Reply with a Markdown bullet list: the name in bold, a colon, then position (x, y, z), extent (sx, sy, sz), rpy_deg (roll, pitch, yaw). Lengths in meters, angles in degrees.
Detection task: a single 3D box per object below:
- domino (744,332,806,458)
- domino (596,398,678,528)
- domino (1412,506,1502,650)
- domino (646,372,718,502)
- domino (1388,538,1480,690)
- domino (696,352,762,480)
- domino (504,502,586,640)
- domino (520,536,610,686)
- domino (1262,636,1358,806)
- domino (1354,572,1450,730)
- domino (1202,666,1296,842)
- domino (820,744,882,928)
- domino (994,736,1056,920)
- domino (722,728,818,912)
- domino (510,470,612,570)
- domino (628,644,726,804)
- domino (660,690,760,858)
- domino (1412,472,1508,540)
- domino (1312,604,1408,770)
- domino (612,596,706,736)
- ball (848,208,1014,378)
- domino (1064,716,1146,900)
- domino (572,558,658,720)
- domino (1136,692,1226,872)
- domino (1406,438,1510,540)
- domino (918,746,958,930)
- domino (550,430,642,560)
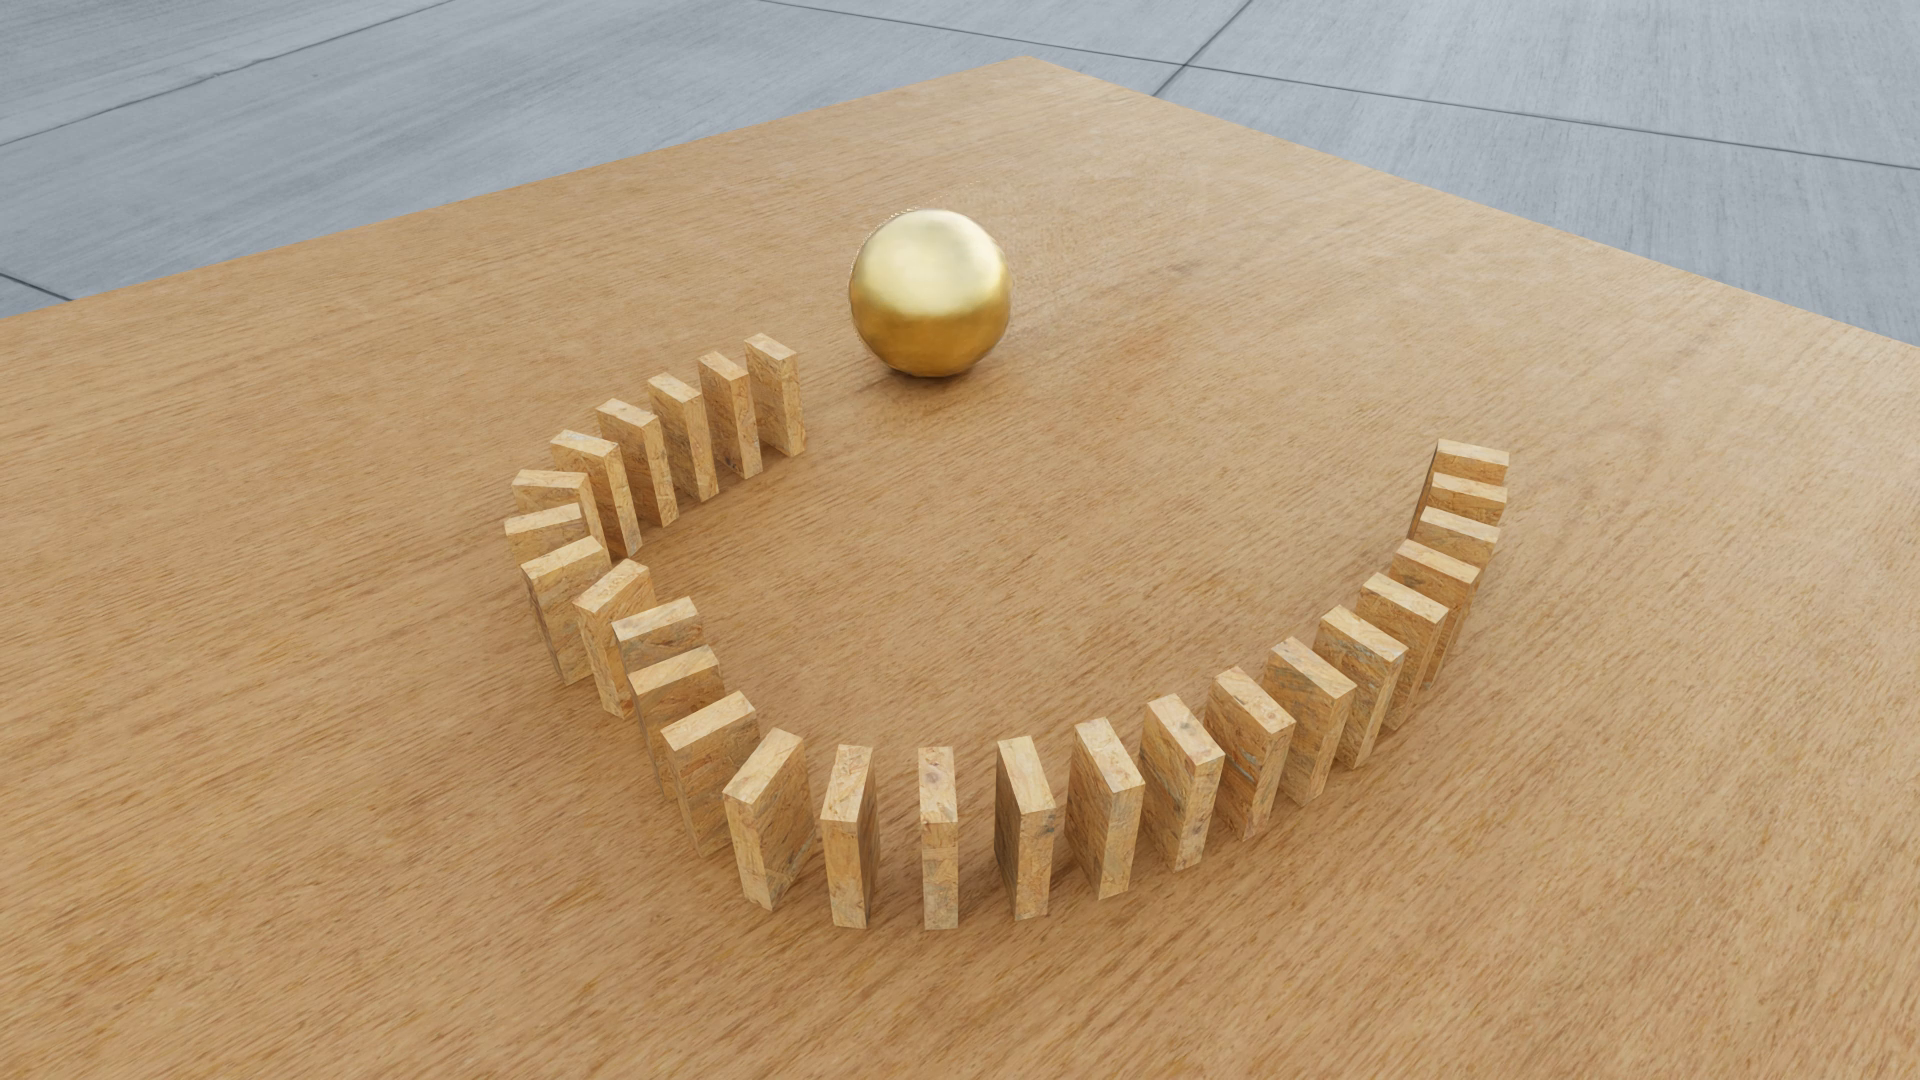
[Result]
- **domino**: position (-0.082, -0.064, 0.490), extent (0.025, 0.050, 0.010), rpy_deg (32, 49, 33)
- **domino**: position (-0.131, -0.031, 0.449), extent (0.025, 0.050, 0.009), rpy_deg (22, 44, 24)
- **domino**: position (0.172, 0.014, 0.394), extent (0.025, 0.050, 0.009), rpy_deg (21, 44, 24)
- **domino**: position (-0.117, -0.043, 0.464), extent (0.025, 0.050, 0.009), rpy_deg (31, 48, 32)
- **domino**: position (0.158, 0.026, 0.379), extent (0.025, 0.050, 0.009), rpy_deg (28, 47, 30)
- **domino**: position (-0.100, -0.054, 0.477), extent (0.009, 0.050, 0.025), rpy_deg (-31, 48, -32)
- **domino**: position (-0.145, 0.012, 0.397), extent (0.025, 0.050, 0.010), rpy_deg (-15, 42, -18)
- **domino**: position (-0.132, 0.025, 0.381), extent (0.025, 0.050, 0.009), rpy_deg (-27, 47, -29)
- **domino**: position (0.105, 0.057, 0.342), extent (0.009, 0.050, 0.025), rpy_deg (-24, 45, -26)
- **domino**: position (0.142, 0.037, 0.366), extent (0.010, 0.050, 0.025), rpy_deg (-32, 49, -33)
- **domino**: position (0.084, 0.065, 0.332), extent (0.009, 0.050, 0.025), rpy_deg (-20, 43, -23)
- **domino**: position (-0.030, 0.084, 0.309), extent (0.009, 0.050, 0.025), rpy_deg (4, 40, 5)
- **domino**: position (0.018, 0.082, 0.311), extent (0.009, 0.050, 0.025), rpy_deg (-8, 40, -10)
- **domino**: position (-0.053, 0.080, 0.314), extent (0.009, 0.050, 0.025), rpy_deg (17, 42, 20)
- **domino**: position (-0.149, -0.003, 0.415), extent (0.025, 0.050, 0.010), rpy_deg (3, 39, 4)
- **domino**: position (-0.085, 0.058, 0.341), extent (0.025, 0.050, 0.010), rpy_deg (-21, 44, -23)
- **domino**: position (-0.071, 0.070, 0.326), extent (0.025, 0.050, 0.010), rpy_deg (-26, 46, -28)
- **domino**: position (0.183, 0.000, 0.411), extent (0.025, 0.050, 0.009), rpy_deg (16, 42, 18)
- **domino**: position (0.124, 0.048, 0.353), extent (0.009, 0.050, 0.025), rpy_deg (-28, 47, -30)
- **domino**: position (-0.095, 0.044, 0.358), extent (0.025, 0.050, 0.009), rpy_deg (-20, 43, -23)
- **ball**: position (-0.014, -0.119, 0.533), extent (0.080, 0.080, 0.080), rpy_deg (0, 39, 0)
- **domino**: position (0.041, 0.078, 0.317), extent (0.010, 0.050, 0.025), rpy_deg (-13, 41, -15)
- **domino**: position (-0.113, 0.034, 0.370), extent (0.009, 0.050, 0.025), rpy_deg (20, 43, 22)
- **domino**: position (0.063, 0.072, 0.324), extent (0.009, 0.050, 0.025), rpy_deg (-16, 42, -19)
- **domino**: position (0.192, -0.014, 0.428), extent (0.025, 0.050, 0.009), rpy_deg (15, 42, 17)
- **domino**: position (-0.006, 0.084, 0.309), extent (0.010, 0.050, 0.025), rpy_deg (-2, 39, -3)
- **domino**: position (-0.143, -0.017, 0.433), extent (0.025, 0.050, 0.009), rpy_deg (15, 42, 18)
